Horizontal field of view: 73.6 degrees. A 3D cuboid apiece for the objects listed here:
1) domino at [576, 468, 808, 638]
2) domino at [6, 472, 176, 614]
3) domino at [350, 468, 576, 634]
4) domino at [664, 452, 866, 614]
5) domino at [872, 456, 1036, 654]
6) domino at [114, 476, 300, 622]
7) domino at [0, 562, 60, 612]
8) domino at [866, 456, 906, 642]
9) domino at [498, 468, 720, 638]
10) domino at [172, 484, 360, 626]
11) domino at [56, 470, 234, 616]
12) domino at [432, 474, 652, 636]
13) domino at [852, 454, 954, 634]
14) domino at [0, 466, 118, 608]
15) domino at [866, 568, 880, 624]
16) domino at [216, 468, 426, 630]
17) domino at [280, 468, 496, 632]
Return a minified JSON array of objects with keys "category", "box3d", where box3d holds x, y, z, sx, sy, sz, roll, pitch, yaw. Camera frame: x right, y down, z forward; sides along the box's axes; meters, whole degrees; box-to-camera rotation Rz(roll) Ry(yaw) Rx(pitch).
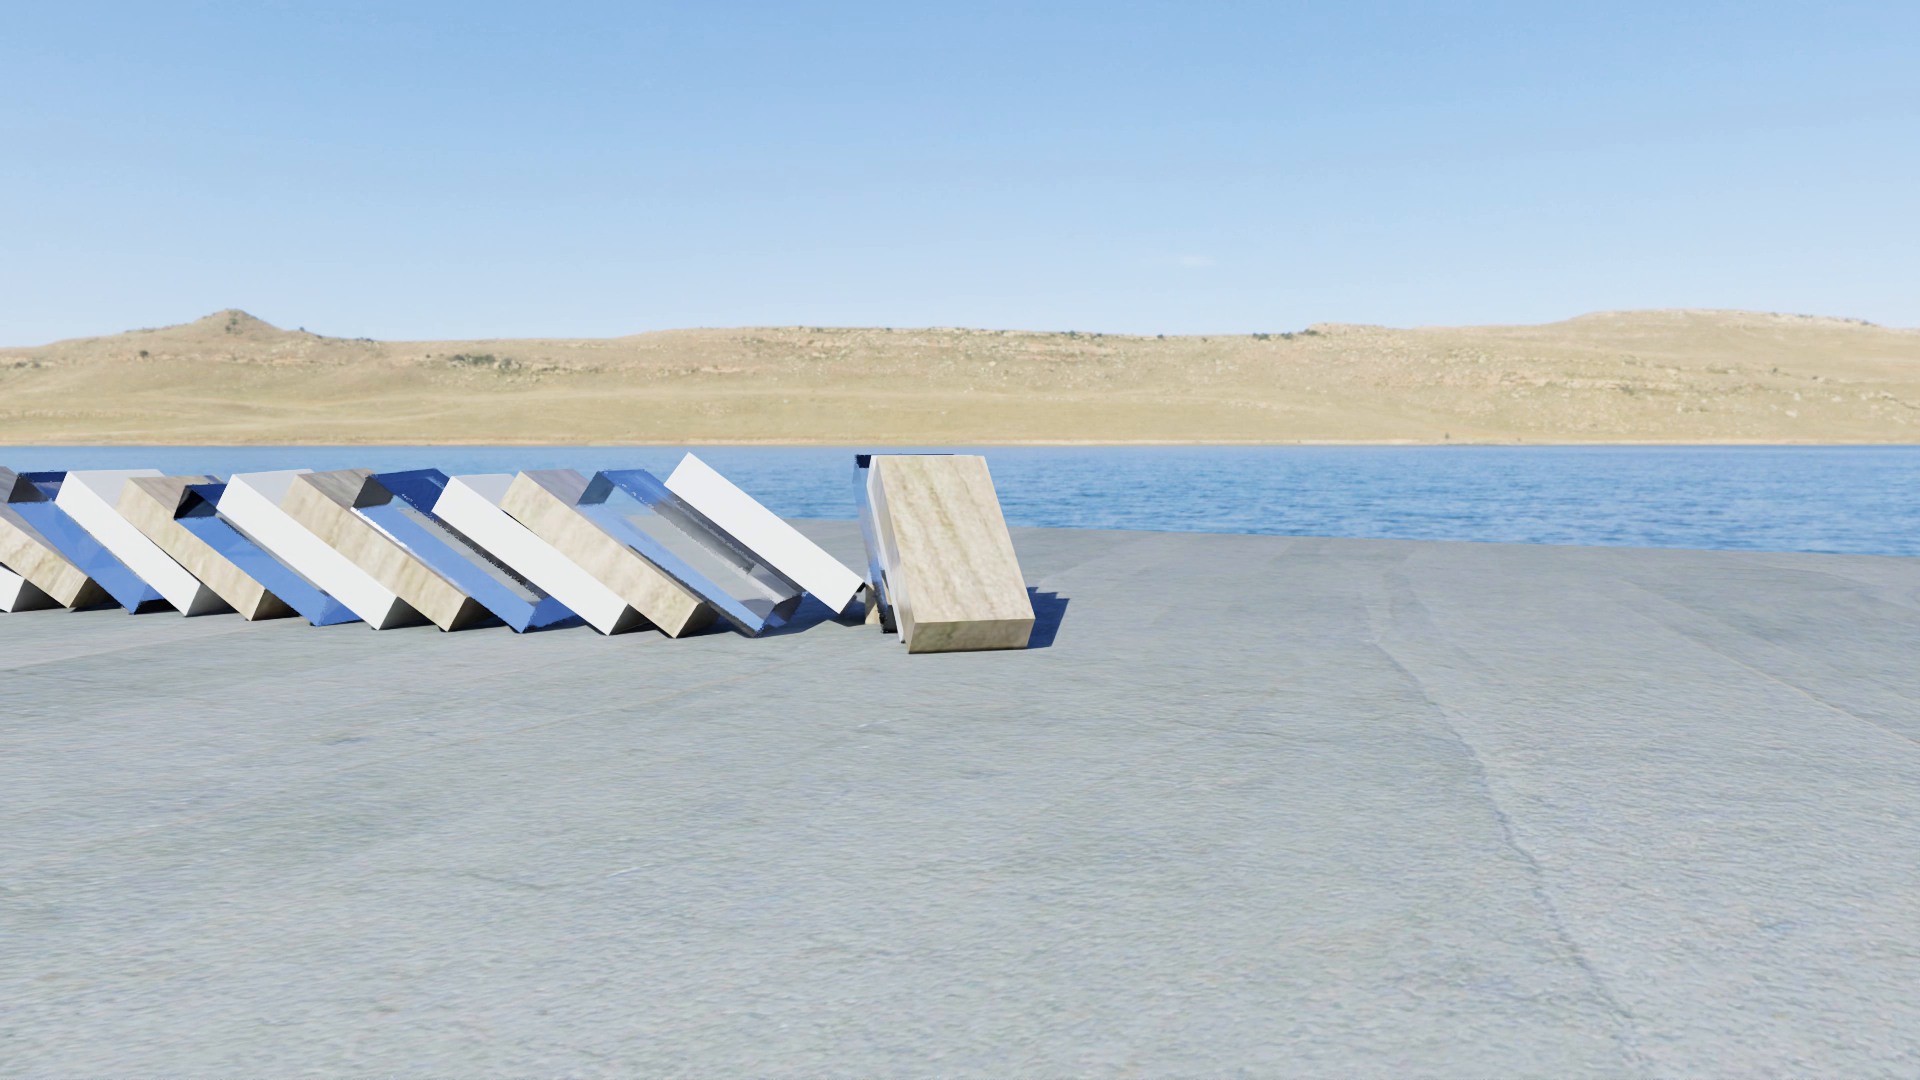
[{"category":"domino","box3d":[-0.061,0.002,0.295,0.050,0.010,0.025,36,9,5]},{"category":"domino","box3d":[-0.220,0.000,0.336,0.050,0.010,0.025,35,14,13]},{"category":"domino","box3d":[-0.114,0.002,0.302,0.050,0.010,0.025,34,13,6]},{"category":"domino","box3d":[-0.046,-0.001,0.307,0.050,0.009,0.025,36,-5,0]},{"category":"domino","box3d":[-0.002,0.002,0.277,0.025,0.010,0.050,-1,45,-15]},{"category":"domino","box3d":[-0.184,0.001,0.325,0.050,0.009,0.025,34,14,13]},{"category":"domino","box3d":[-0.260,0.002,0.335,0.050,0.009,0.025,26,4,-1]},{"category":"domino","box3d":[-0.005,0.001,0.292,0.025,0.009,0.050,-1,45,-15]},{"category":"domino","box3d":[-0.078,0.002,0.294,0.050,0.009,0.025,36,9,5]},{"category":"domino","box3d":[-0.164,0.003,0.316,0.050,0.009,0.025,31,13,14]},{"category":"domino","box3d":[-0.204,0.000,0.331,0.050,0.010,0.025,35,14,13]},{"category":"domino","box3d":[-0.094,0.002,0.299,0.050,0.010,0.025,34,9,6]},{"category":"domino","box3d":[-0.009,0.000,0.305,0.025,0.010,0.050,-1,45,-15]},{"category":"domino","box3d":[-0.242,-0.001,0.336,0.050,0.010,0.025,34,4,1]},{"category":"domino","box3d":[-0.011,0.013,0.329,0.025,0.009,0.050,0,4,-3]},{"category":"domino","box3d":[-0.148,0.001,0.307,0.050,0.009,0.025,35,13,8]},{"category":"domino","box3d":[-0.131,0.001,0.304,0.050,0.009,0.025,34,13,6]}]
